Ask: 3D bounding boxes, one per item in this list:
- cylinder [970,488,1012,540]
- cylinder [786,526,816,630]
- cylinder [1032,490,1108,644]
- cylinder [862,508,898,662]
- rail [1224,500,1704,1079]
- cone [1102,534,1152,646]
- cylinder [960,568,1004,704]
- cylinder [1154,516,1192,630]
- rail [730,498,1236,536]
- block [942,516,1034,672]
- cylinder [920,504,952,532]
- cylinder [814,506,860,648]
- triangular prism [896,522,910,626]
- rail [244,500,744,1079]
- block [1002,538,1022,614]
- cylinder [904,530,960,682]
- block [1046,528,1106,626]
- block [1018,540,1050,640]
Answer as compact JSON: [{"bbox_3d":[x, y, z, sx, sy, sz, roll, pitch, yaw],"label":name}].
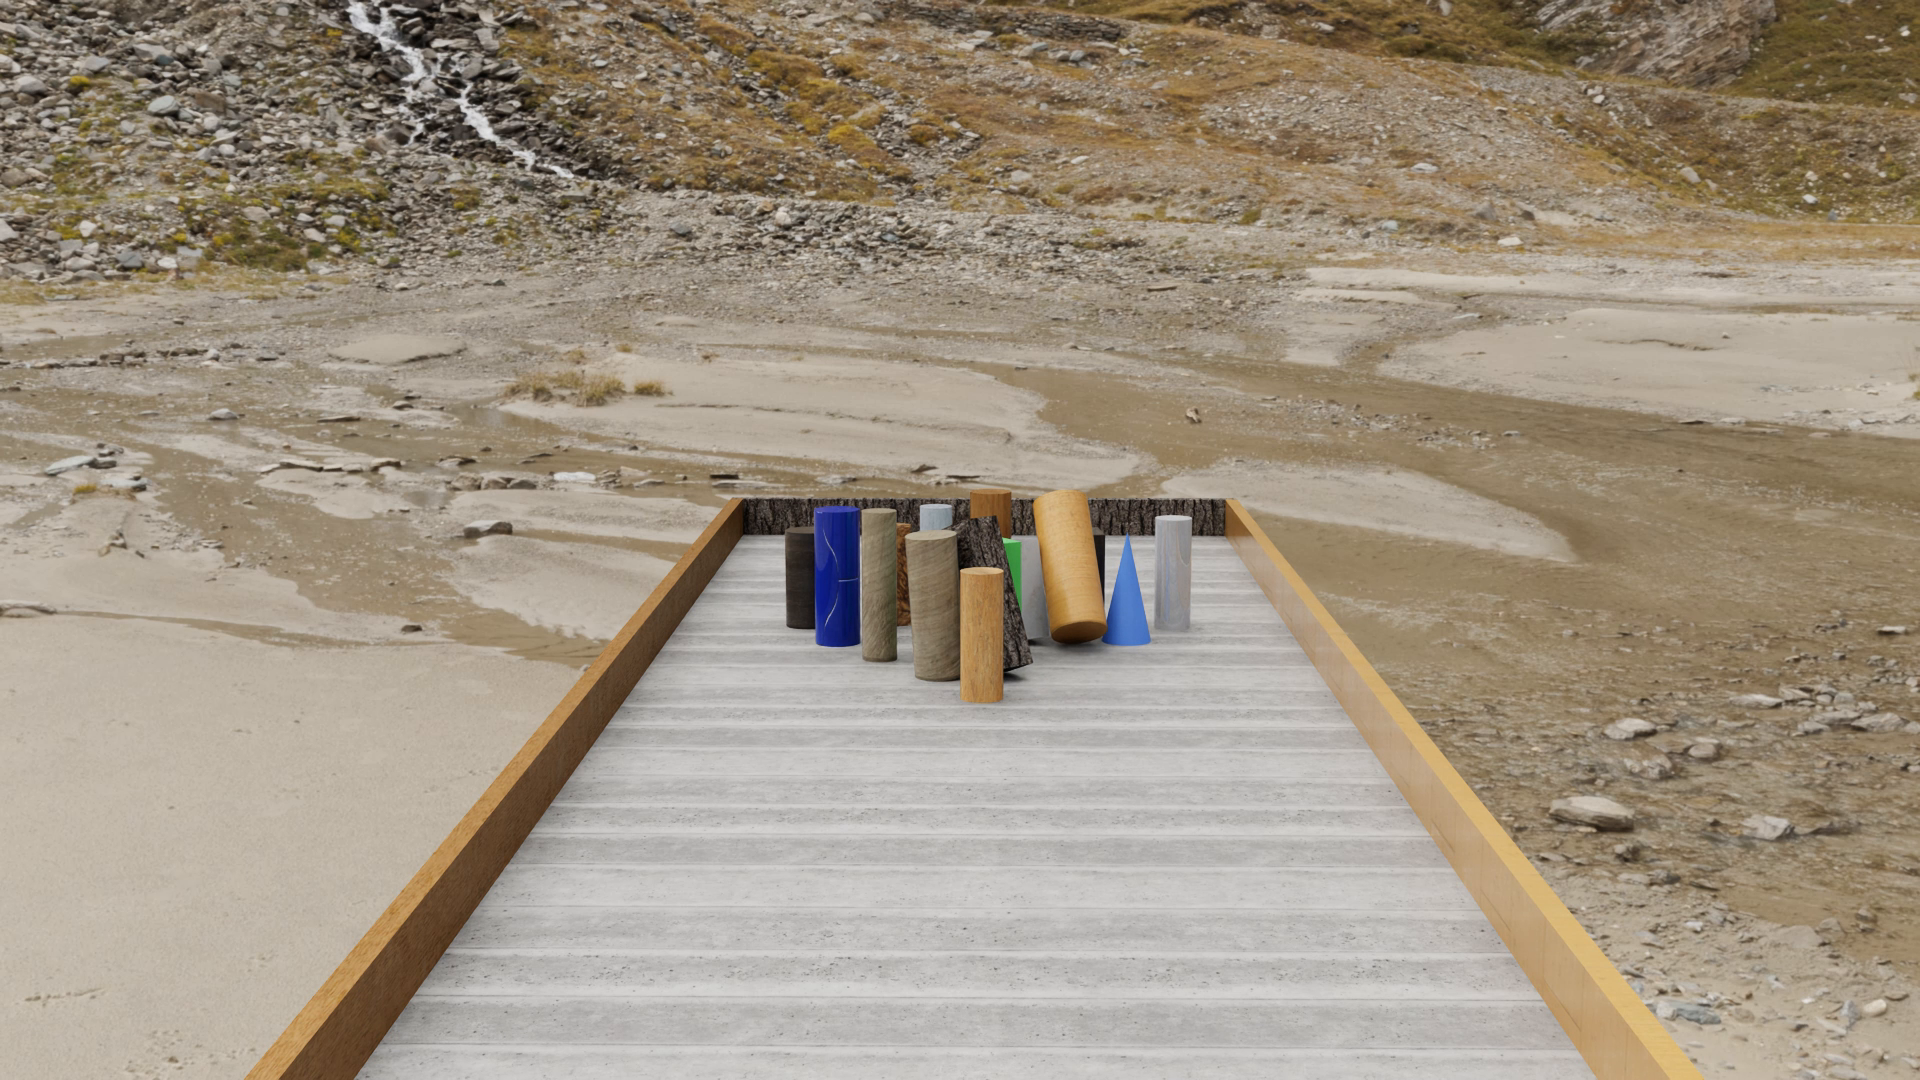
[{"bbox_3d":[0.100,0.062,7.190,0.134,0.446,0.134,0,9,0],"label":"cylinder"},{"bbox_3d":[-0.499,0.124,7.216,0.147,0.317,0.147,0,9,0],"label":"cylinder"},{"bbox_3d":[0.347,0.084,6.958,0.178,0.455,0.178,-6,-24,-3],"label":"cylinder"},{"bbox_3d":[-0.245,0.137,6.682,0.106,0.457,0.106,0,9,0],"label":"cylinder"},{"bbox_3d":[1.046,0.843,3.208,0.050,0.150,12.000,0,9,1],"label":"rail"},{"bbox_3d":[0.529,0.146,6.961,0.157,0.352,0.157,0,9,0],"label":"cone"},{"bbox_3d":[0.061,0.266,6.169,0.122,0.364,0.122,0,9,0],"label":"cylinder"},{"bbox_3d":[0.695,0.106,7.184,0.120,0.361,0.120,0,9,0],"label":"cylinder"},{"bbox_3d":[0.099,-0.098,9.147,2.100,0.150,0.050,0,9,1],"label":"rail"},{"bbox_3d":[0.077,0.165,6.475,0.124,0.450,0.124,-8,-9,-37],"label":"block"},{"bbox_3d":[-0.076,0.107,6.959,0.102,0.431,0.102,0,9,0],"label":"cylinder"},{"bbox_3d":[-0.386,0.114,6.928,0.143,0.426,0.143,0,9,0],"label":"cylinder"},{"bbox_3d":[-0.247,0.111,7.241,0.135,0.335,0.117,-4,10,-25],"label":"triangular prism"},{"bbox_3d":[-1.004,0.839,3.234,0.050,0.150,12.000,0,9,1],"label":"rail"},{"bbox_3d":[0.066,0.180,6.712,0.178,0.360,0.178,-5,9,-27],"label":"block"},{"bbox_3d":[-0.072,0.190,6.436,0.151,0.419,0.151,-4,11,1],"label":"cylinder"},{"bbox_3d":[0.376,0.126,7.214,0.174,0.313,0.174,-1,9,-4],"label":"block"},{"bbox_3d":[0.172,0.160,6.951,0.133,0.308,0.133,-7,1,-38],"label":"block"}]
